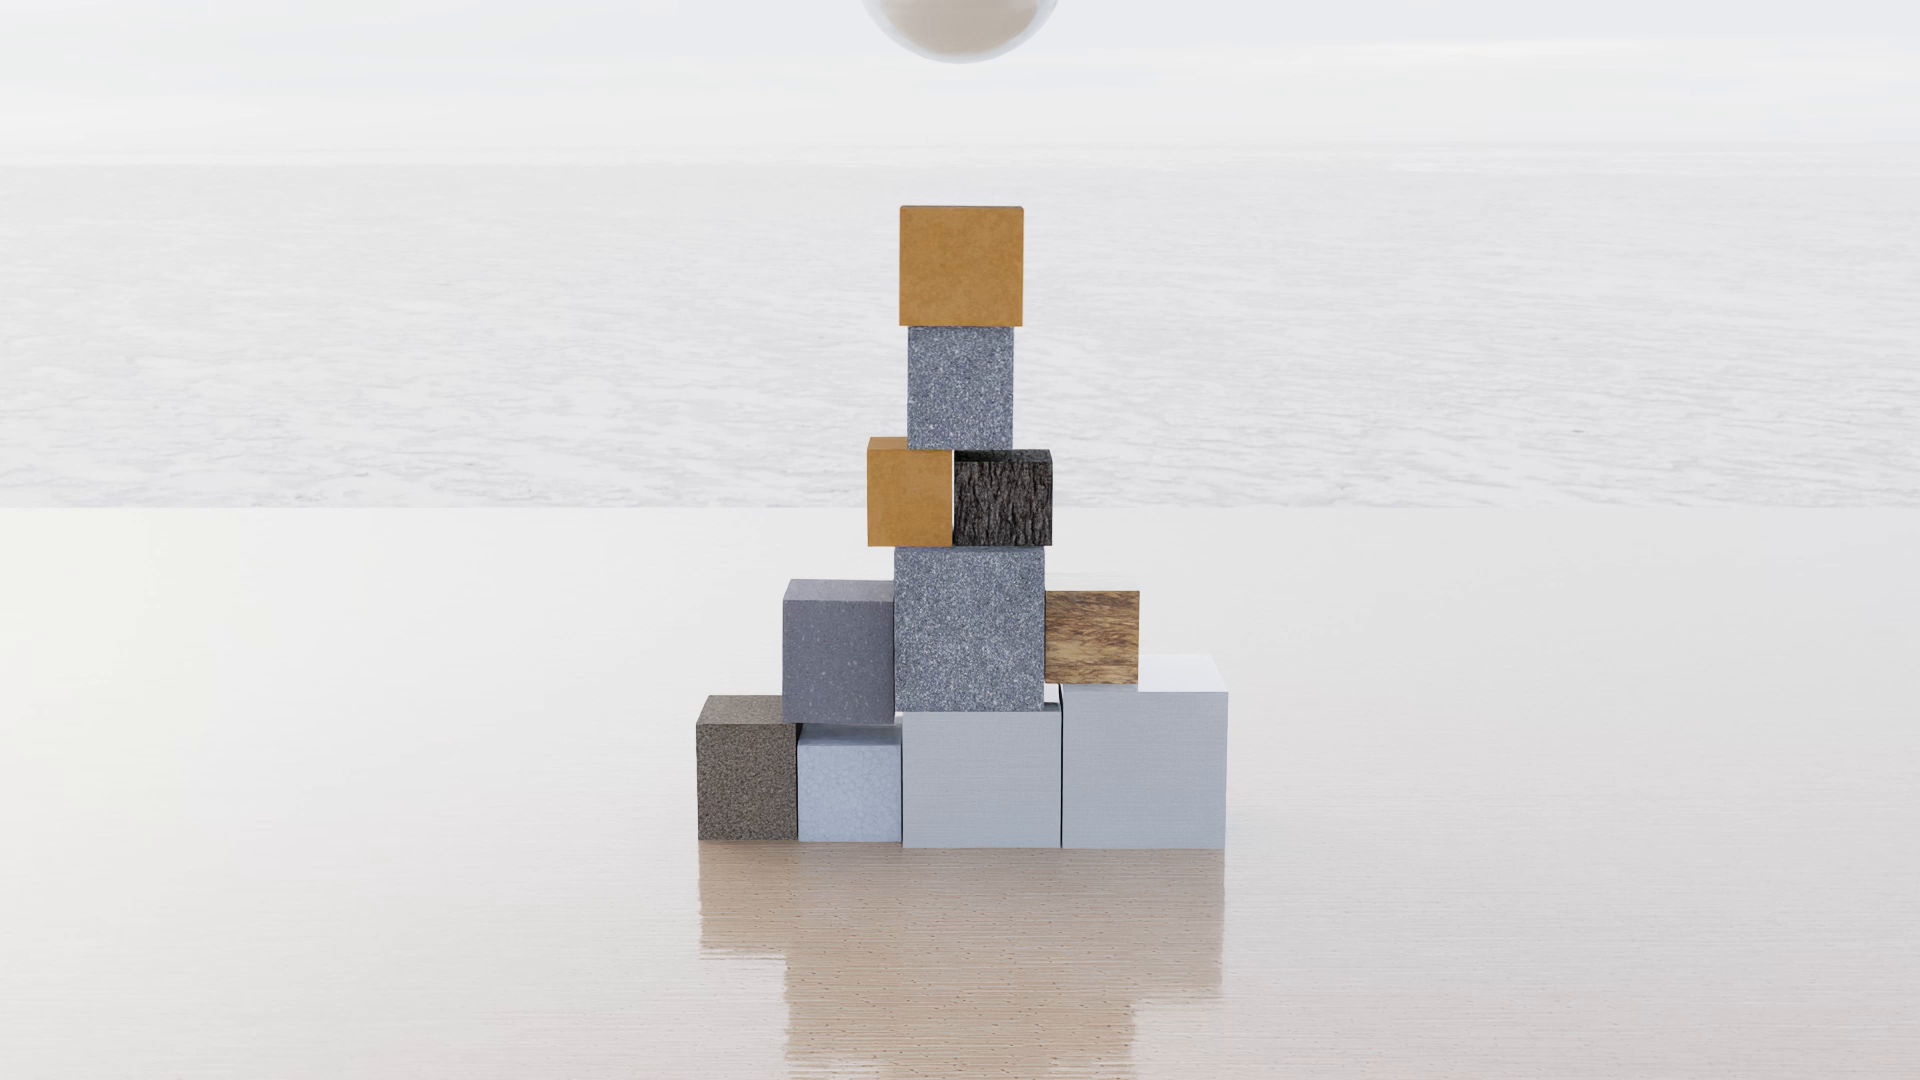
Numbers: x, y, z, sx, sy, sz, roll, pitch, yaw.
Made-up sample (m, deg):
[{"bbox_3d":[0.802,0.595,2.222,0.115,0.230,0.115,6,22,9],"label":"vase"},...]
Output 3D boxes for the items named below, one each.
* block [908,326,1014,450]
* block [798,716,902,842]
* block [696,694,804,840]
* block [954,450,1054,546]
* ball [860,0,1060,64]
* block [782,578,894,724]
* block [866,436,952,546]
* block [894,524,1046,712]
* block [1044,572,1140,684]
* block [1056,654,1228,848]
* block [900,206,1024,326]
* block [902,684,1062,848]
[{"bbox_3d":[0.002,-0.791,11.036,0.521,0.610,0.521,0,10,0],"label":"block"},{"bbox_3d":[-0.557,1.230,11.395,0.522,0.502,0.584,0,10,0],"label":"block"},{"bbox_3d":[-1.080,1.173,11.410,0.503,0.610,0.588,0,10,0],"label":"block"},{"bbox_3d":[0.215,-0.219,11.146,0.491,0.423,0.463,0,10,0],"label":"block"},{"bbox_3d":[0.000,-4.203,15.656,1.600,1.600,1.600,0,10,0],"label":"ball"},{"bbox_3d":[-0.610,0.566,11.296,0.562,0.632,0.540,1,10,0],"label":"block"},{"bbox_3d":[-0.250,-0.250,11.128,0.421,0.489,0.475,0,10,0],"label":"block"},{"bbox_3d":[0.047,0.387,11.250,0.742,0.807,0.793,0,10,0],"label":"block"},{"bbox_3d":[0.662,0.446,11.242,0.469,0.478,0.466,0,10,0],"label":"block"},{"bbox_3d":[0.922,1.078,11.366,0.817,0.812,0.803,0,10,0],"label":"block"},{"bbox_3d":[0.007,-1.367,10.914,0.602,0.565,0.548,0,10,0],"label":"block"},{"bbox_3d":[0.109,1.132,11.375,0.790,0.704,0.773,0,10,0],"label":"block"}]
